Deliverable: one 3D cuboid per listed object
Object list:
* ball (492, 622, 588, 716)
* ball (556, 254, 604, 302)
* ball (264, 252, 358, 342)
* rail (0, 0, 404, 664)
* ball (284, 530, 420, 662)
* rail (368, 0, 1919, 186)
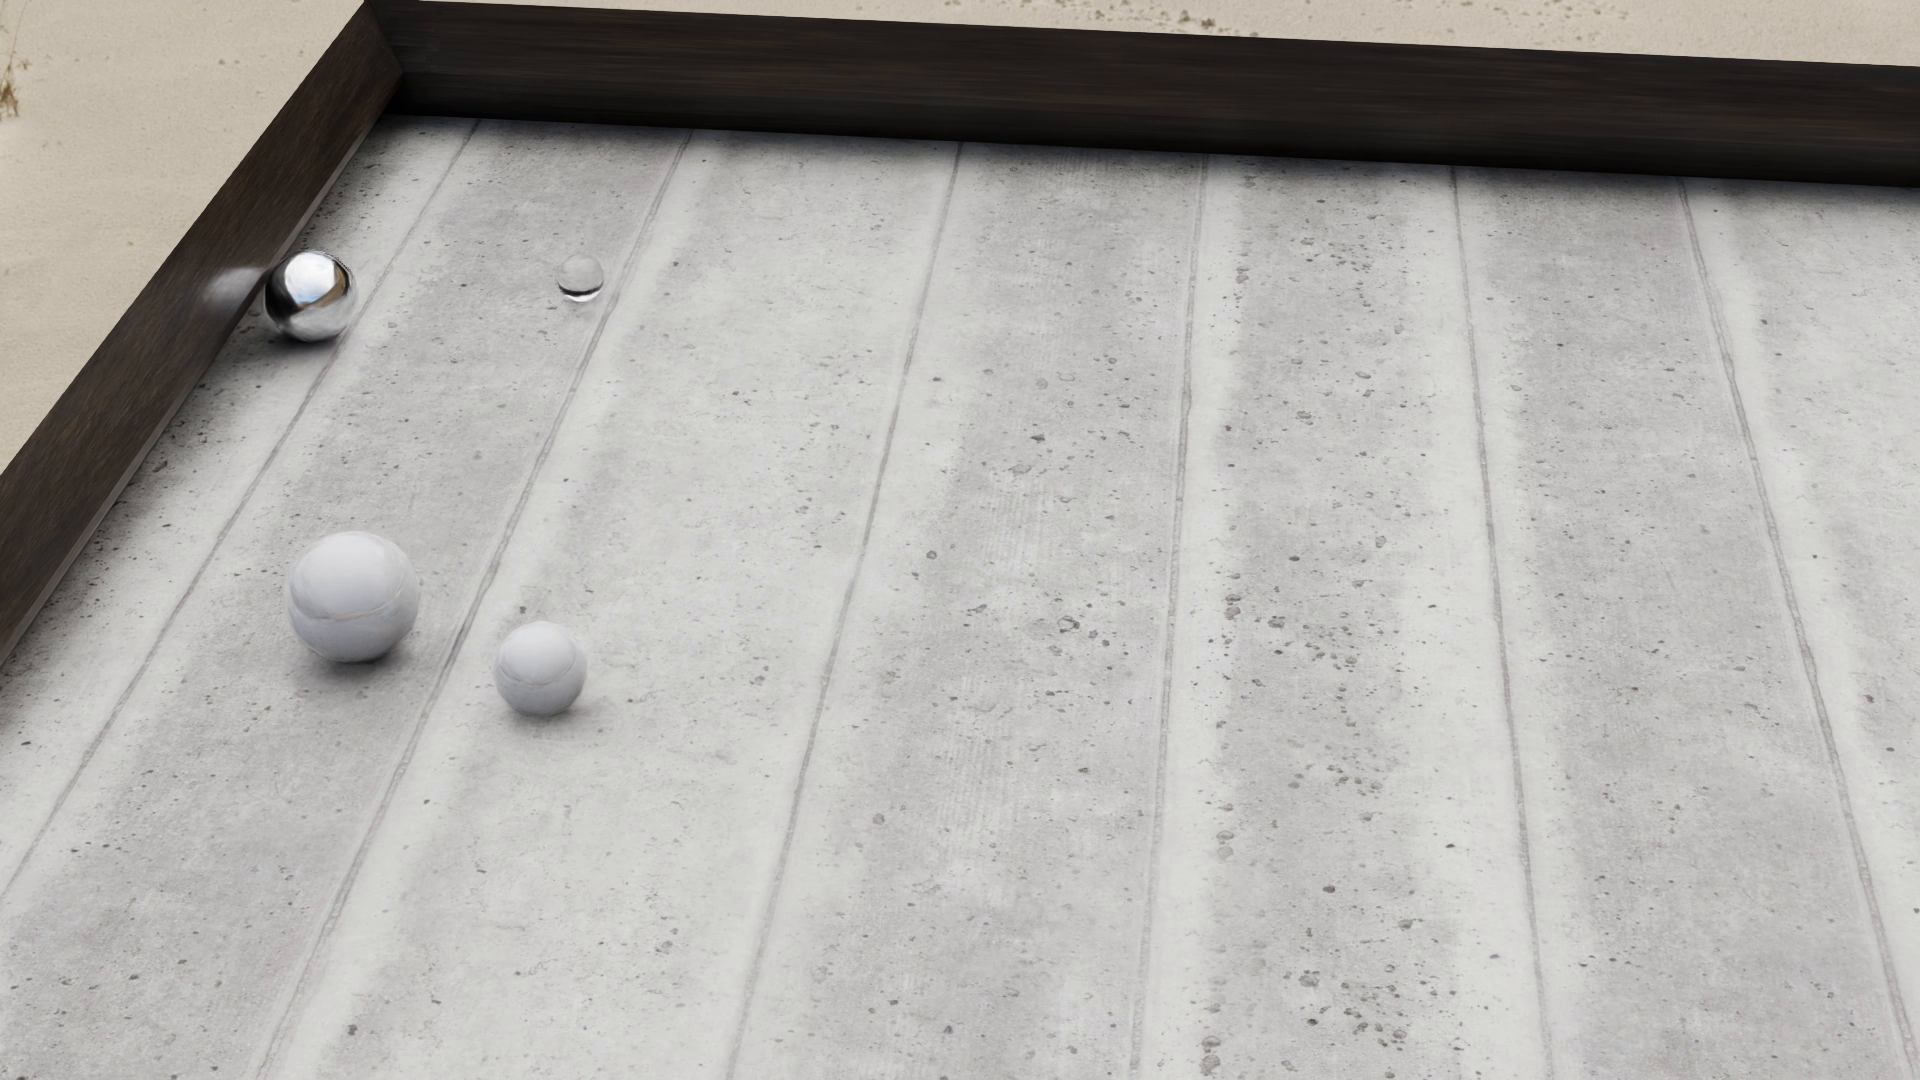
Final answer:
[{"bbox_3d":[-0.300,0.092,1.838,0.068,0.068,0.068,0,35,0],"label":"ball"},{"bbox_3d":[-0.347,-0.240,2.342,0.043,0.043,0.043,0,35,0],"label":"ball"},{"bbox_3d":[-0.575,-0.215,2.274,0.080,0.080,0.080,0,35,0],"label":"ball"},{"bbox_3d":[-0.666,-0.066,2.015,0.045,0.126,1.536,4,35,5],"label":"rail"},{"bbox_3d":[-0.446,0.042,1.885,0.097,0.097,0.097,0,35,0],"label":"ball"},{"bbox_3d":[0.771,-0.400,2.501,2.775,0.126,0.045,4,35,5],"label":"rail"}]
